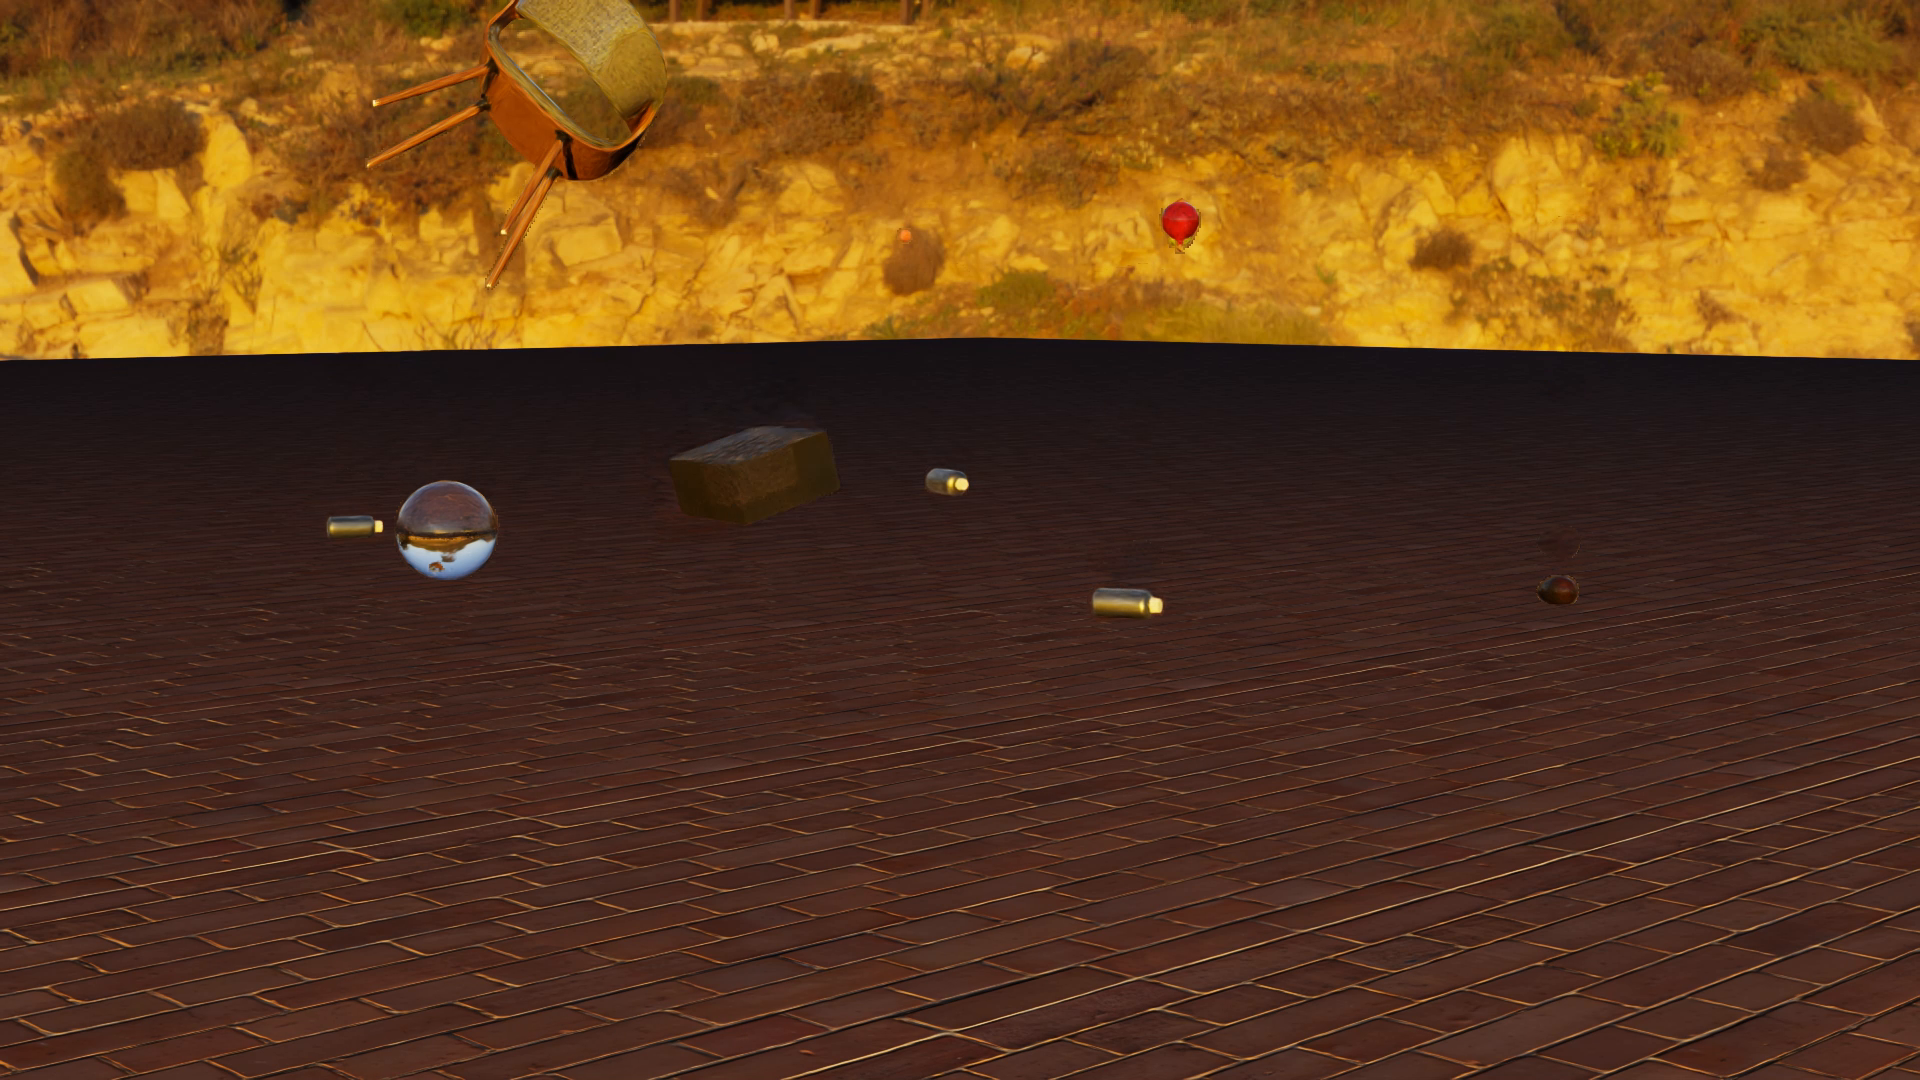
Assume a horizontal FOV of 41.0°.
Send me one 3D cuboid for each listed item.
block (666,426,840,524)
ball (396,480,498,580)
[{"bbox_3d":[-0.520,-0.167,6.444,0.275,0.150,0.357,-22,16,-29],"label":"block"},{"bbox_3d":[-1.111,-0.021,5.554,0.217,0.217,0.217,0,6,0],"label":"ball"}]
